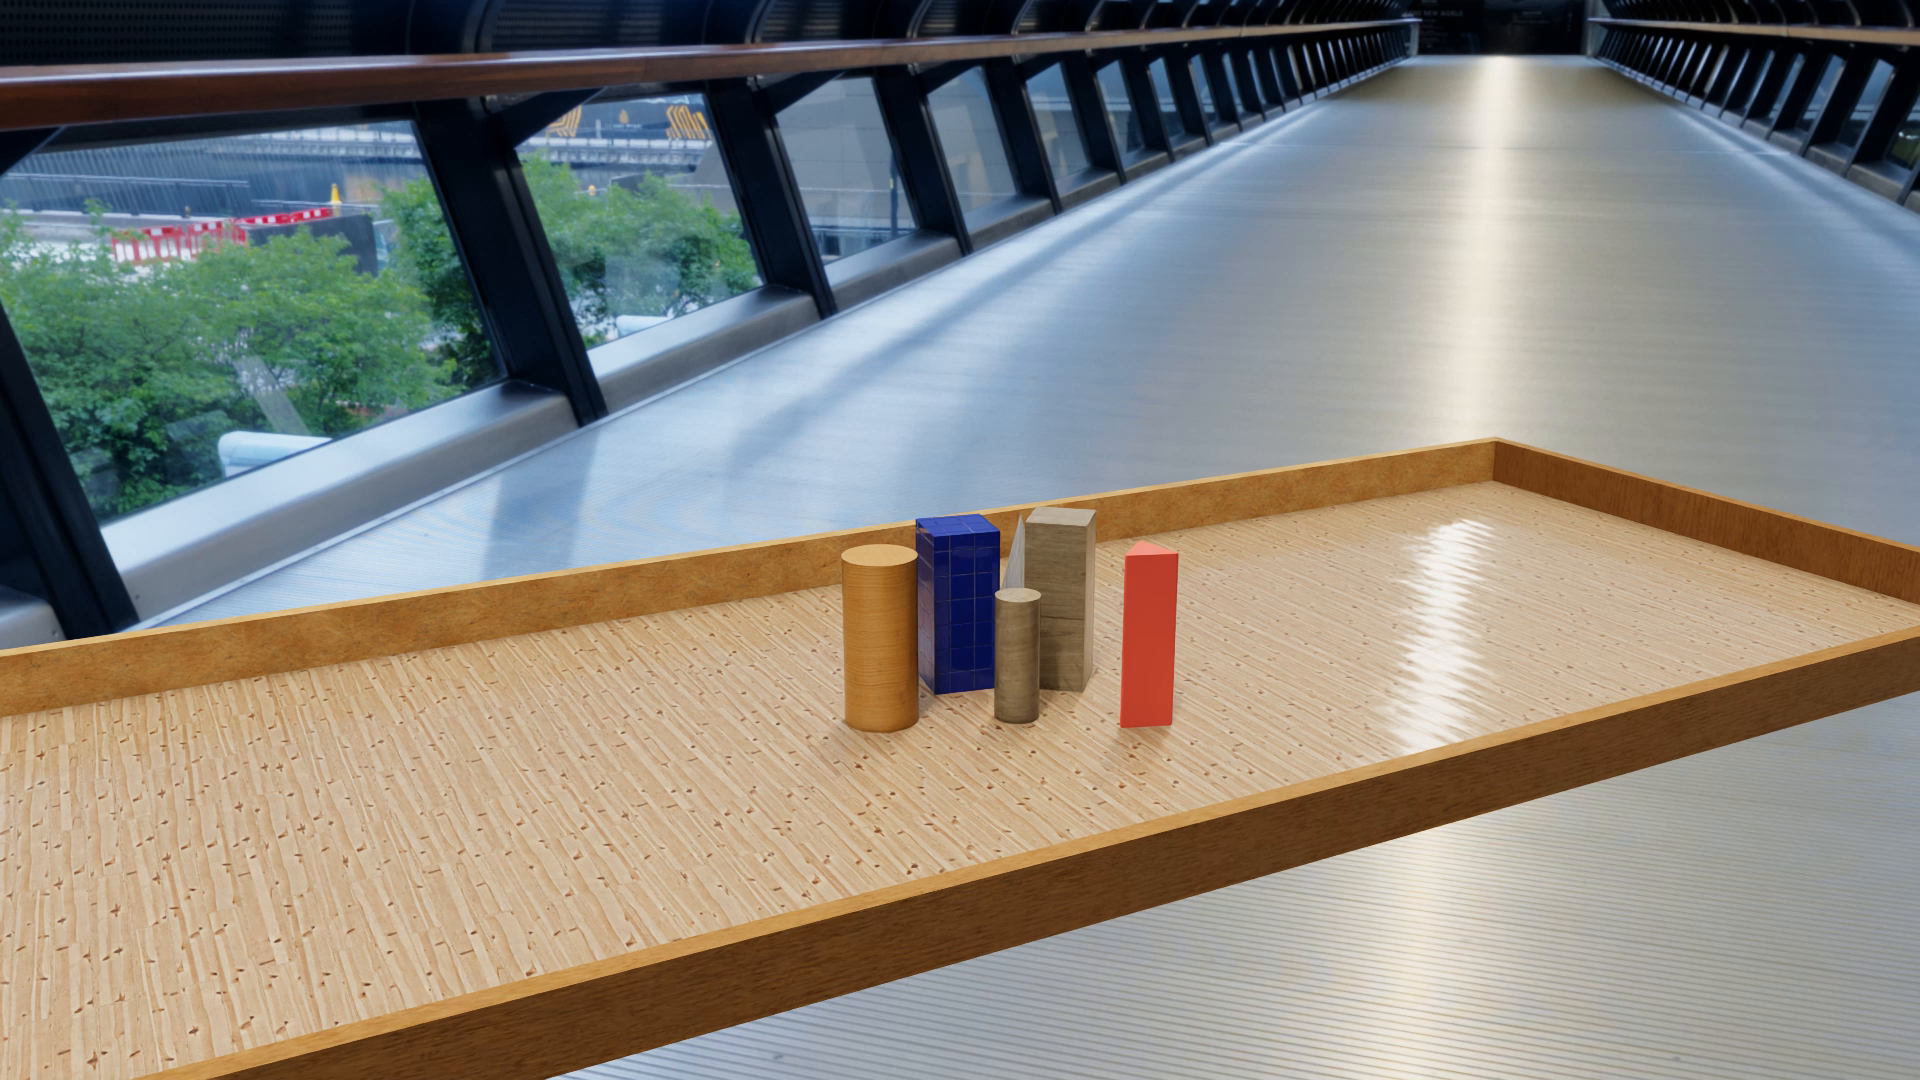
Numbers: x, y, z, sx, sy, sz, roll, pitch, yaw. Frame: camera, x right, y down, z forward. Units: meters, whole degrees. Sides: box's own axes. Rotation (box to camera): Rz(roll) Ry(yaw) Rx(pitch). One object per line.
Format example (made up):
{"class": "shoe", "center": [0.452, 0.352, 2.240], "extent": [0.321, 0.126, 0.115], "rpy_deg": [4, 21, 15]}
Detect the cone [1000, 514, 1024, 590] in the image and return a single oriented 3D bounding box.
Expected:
{"class": "cone", "center": [0.159, 0.103, 4.355], "extent": [0.179, 0.365, 0.179], "rpy_deg": [0, 16, 0]}

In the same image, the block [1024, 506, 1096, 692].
{"class": "block", "center": [0.248, 0.146, 4.098], "extent": [0.150, 0.428, 0.150], "rpy_deg": [4, 17, 13]}

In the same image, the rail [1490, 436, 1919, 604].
{"class": "rail", "center": [2.466, -0.048, 5.253], "extent": [0.050, 0.150, 2.100], "rpy_deg": [-9, 18, -27]}

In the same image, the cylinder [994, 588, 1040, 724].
{"class": "cylinder", "center": [0.135, 0.273, 3.889], "extent": [0.108, 0.303, 0.108], "rpy_deg": [0, 16, 0]}

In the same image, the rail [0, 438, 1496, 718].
{"class": "rail", "center": [-3.305, 0.497, 3.399], "extent": [12.000, 0.150, 0.050], "rpy_deg": [-9, 18, -27]}

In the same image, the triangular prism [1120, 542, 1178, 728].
{"class": "triangular prism", "center": [0.429, 0.220, 3.860], "extent": [0.123, 0.421, 0.107], "rpy_deg": [-2, 17, -8]}

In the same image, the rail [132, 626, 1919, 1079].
{"class": "rail", "center": [-2.336, 1.006, 1.665], "extent": [12.000, 0.150, 0.050], "rpy_deg": [-9, 18, -27]}

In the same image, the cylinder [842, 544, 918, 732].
{"class": "cylinder", "center": [-0.186, 0.229, 3.857], "extent": [0.176, 0.405, 0.176], "rpy_deg": [0, 16, 0]}

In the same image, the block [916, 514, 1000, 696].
{"class": "block", "center": [-0.007, 0.157, 4.100], "extent": [0.167, 0.406, 0.167], "rpy_deg": [-5, 17, -16]}
